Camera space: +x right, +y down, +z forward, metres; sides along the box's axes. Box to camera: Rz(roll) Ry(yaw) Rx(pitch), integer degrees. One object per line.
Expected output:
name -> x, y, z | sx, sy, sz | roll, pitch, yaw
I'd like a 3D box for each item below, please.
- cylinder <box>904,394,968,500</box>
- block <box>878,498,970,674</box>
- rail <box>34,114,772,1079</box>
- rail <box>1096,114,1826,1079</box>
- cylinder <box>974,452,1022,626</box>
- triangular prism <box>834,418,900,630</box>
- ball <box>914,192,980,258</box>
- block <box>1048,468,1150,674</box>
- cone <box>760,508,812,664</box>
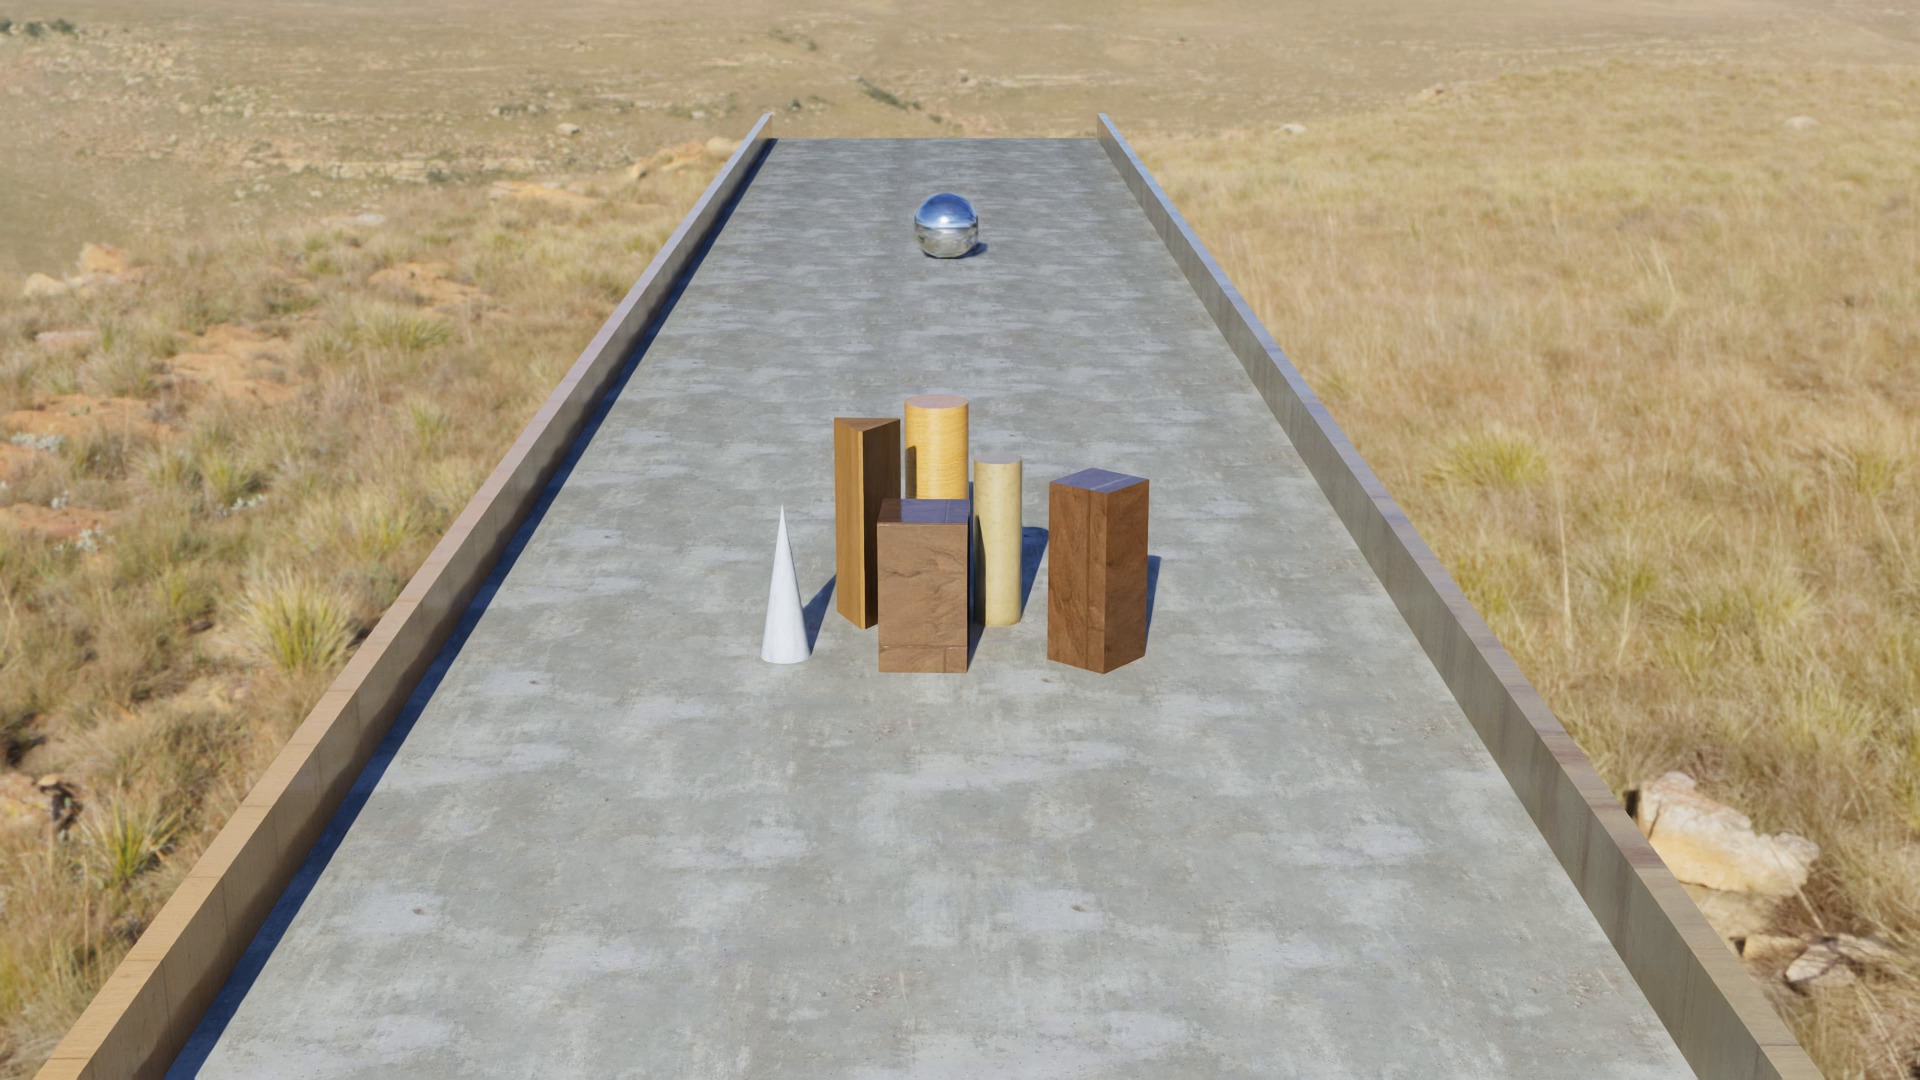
cylinder -> -0.052, -0.113, 4.901 | 0.142, 0.402, 0.142 | 0, 17, 0
block -> -0.070, 0.090, 4.384 | 0.175, 0.308, 0.175 | 1, 17, 2
rail -> -1.118, -0.838, 7.780 | 0.050, 0.150, 12.000 | 0, 17, -1
rail -> 0.932, -0.844, 7.801 | 0.050, 0.150, 12.000 | 0, 17, -1
cylinder -> 0.079, -0.001, 4.613 | 0.101, 0.352, 0.101 | 0, 17, 0
triangular prism -> -0.213, -0.042, 4.623 | 0.119, 0.426, 0.137 | 11, 20, 33
ball -> -0.057, -1.305, 9.137 | 0.273, 0.273, 0.273 | 0, 17, 0
block -> 0.274, 0.060, 4.378 | 0.141, 0.369, 0.141 | 13, 21, 38
cone -> -0.352, 0.081, 4.401 | 0.103, 0.316, 0.103 | 0, 17, 0
